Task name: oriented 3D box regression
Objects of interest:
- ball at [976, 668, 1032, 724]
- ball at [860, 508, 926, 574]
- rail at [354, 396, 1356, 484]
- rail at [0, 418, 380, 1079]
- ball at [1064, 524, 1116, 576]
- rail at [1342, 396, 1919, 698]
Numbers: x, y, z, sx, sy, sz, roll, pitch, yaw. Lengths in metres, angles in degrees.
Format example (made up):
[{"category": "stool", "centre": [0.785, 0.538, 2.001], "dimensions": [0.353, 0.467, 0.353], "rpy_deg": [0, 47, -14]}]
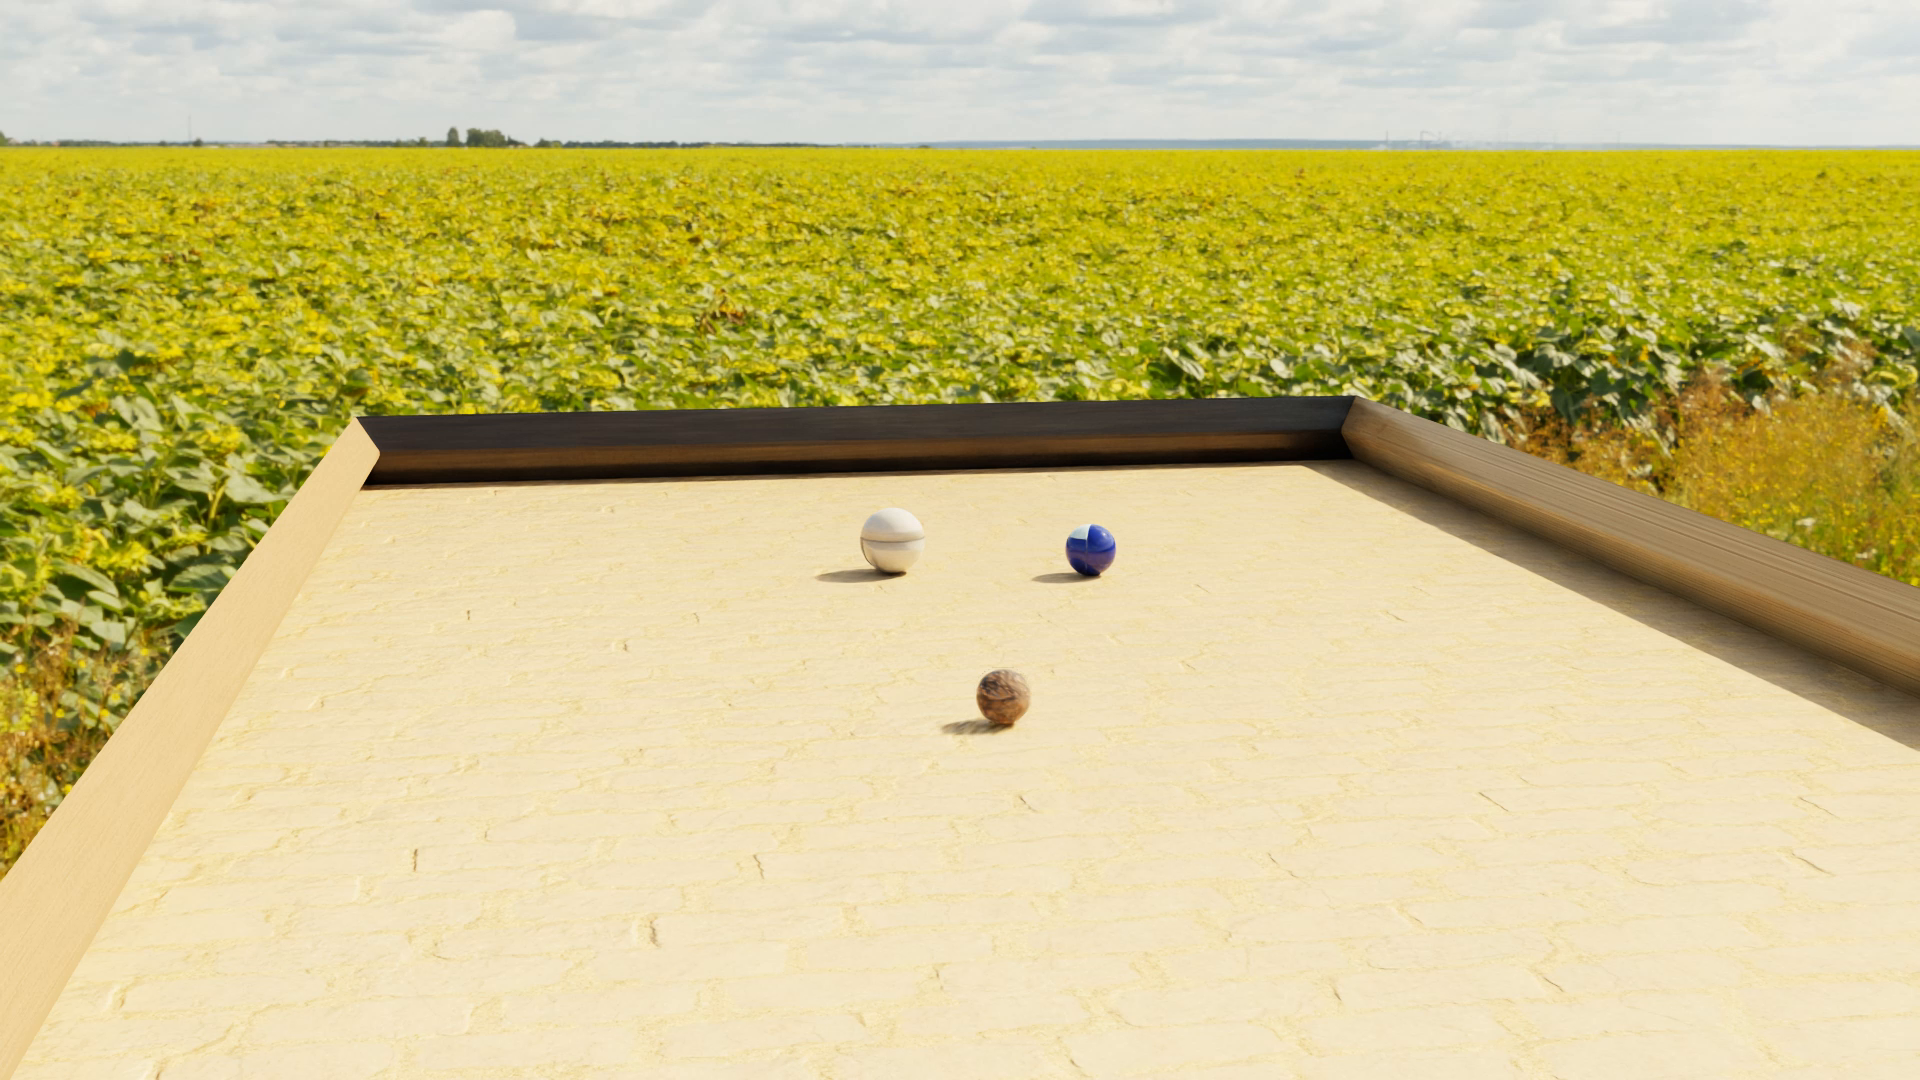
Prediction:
[{"category": "ball", "centre": [0.047, 0.168, 2.365], "dimensions": [0.060, 0.060, 0.060], "rpy_deg": [0, 11, 0]}, {"category": "ball", "centre": [-0.097, 0.000, 3.166], "dimensions": [0.094, 0.094, 0.094], "rpy_deg": [0, 11, 0]}, {"category": "rail", "centre": [-0.155, -0.185, 4.073], "dimensions": [1.876, 0.123, 0.045], "rpy_deg": [-2, 11, -10]}, {"category": "rail", "centre": [-0.743, 0.178, 2.134], "dimensions": [0.045, 0.123, 3.736], "rpy_deg": [-2, 11, -10]}, {"category": "ball", "centre": [0.187, 0.014, 3.148], "dimensions": [0.075, 0.075, 0.075], "rpy_deg": [0, 11, 0]}, {"category": "rail", "centre": [1.060, 0.121, 2.439], "dimensions": [0.045, 0.123, 3.736], "rpy_deg": [-2, 11, -10]}]
